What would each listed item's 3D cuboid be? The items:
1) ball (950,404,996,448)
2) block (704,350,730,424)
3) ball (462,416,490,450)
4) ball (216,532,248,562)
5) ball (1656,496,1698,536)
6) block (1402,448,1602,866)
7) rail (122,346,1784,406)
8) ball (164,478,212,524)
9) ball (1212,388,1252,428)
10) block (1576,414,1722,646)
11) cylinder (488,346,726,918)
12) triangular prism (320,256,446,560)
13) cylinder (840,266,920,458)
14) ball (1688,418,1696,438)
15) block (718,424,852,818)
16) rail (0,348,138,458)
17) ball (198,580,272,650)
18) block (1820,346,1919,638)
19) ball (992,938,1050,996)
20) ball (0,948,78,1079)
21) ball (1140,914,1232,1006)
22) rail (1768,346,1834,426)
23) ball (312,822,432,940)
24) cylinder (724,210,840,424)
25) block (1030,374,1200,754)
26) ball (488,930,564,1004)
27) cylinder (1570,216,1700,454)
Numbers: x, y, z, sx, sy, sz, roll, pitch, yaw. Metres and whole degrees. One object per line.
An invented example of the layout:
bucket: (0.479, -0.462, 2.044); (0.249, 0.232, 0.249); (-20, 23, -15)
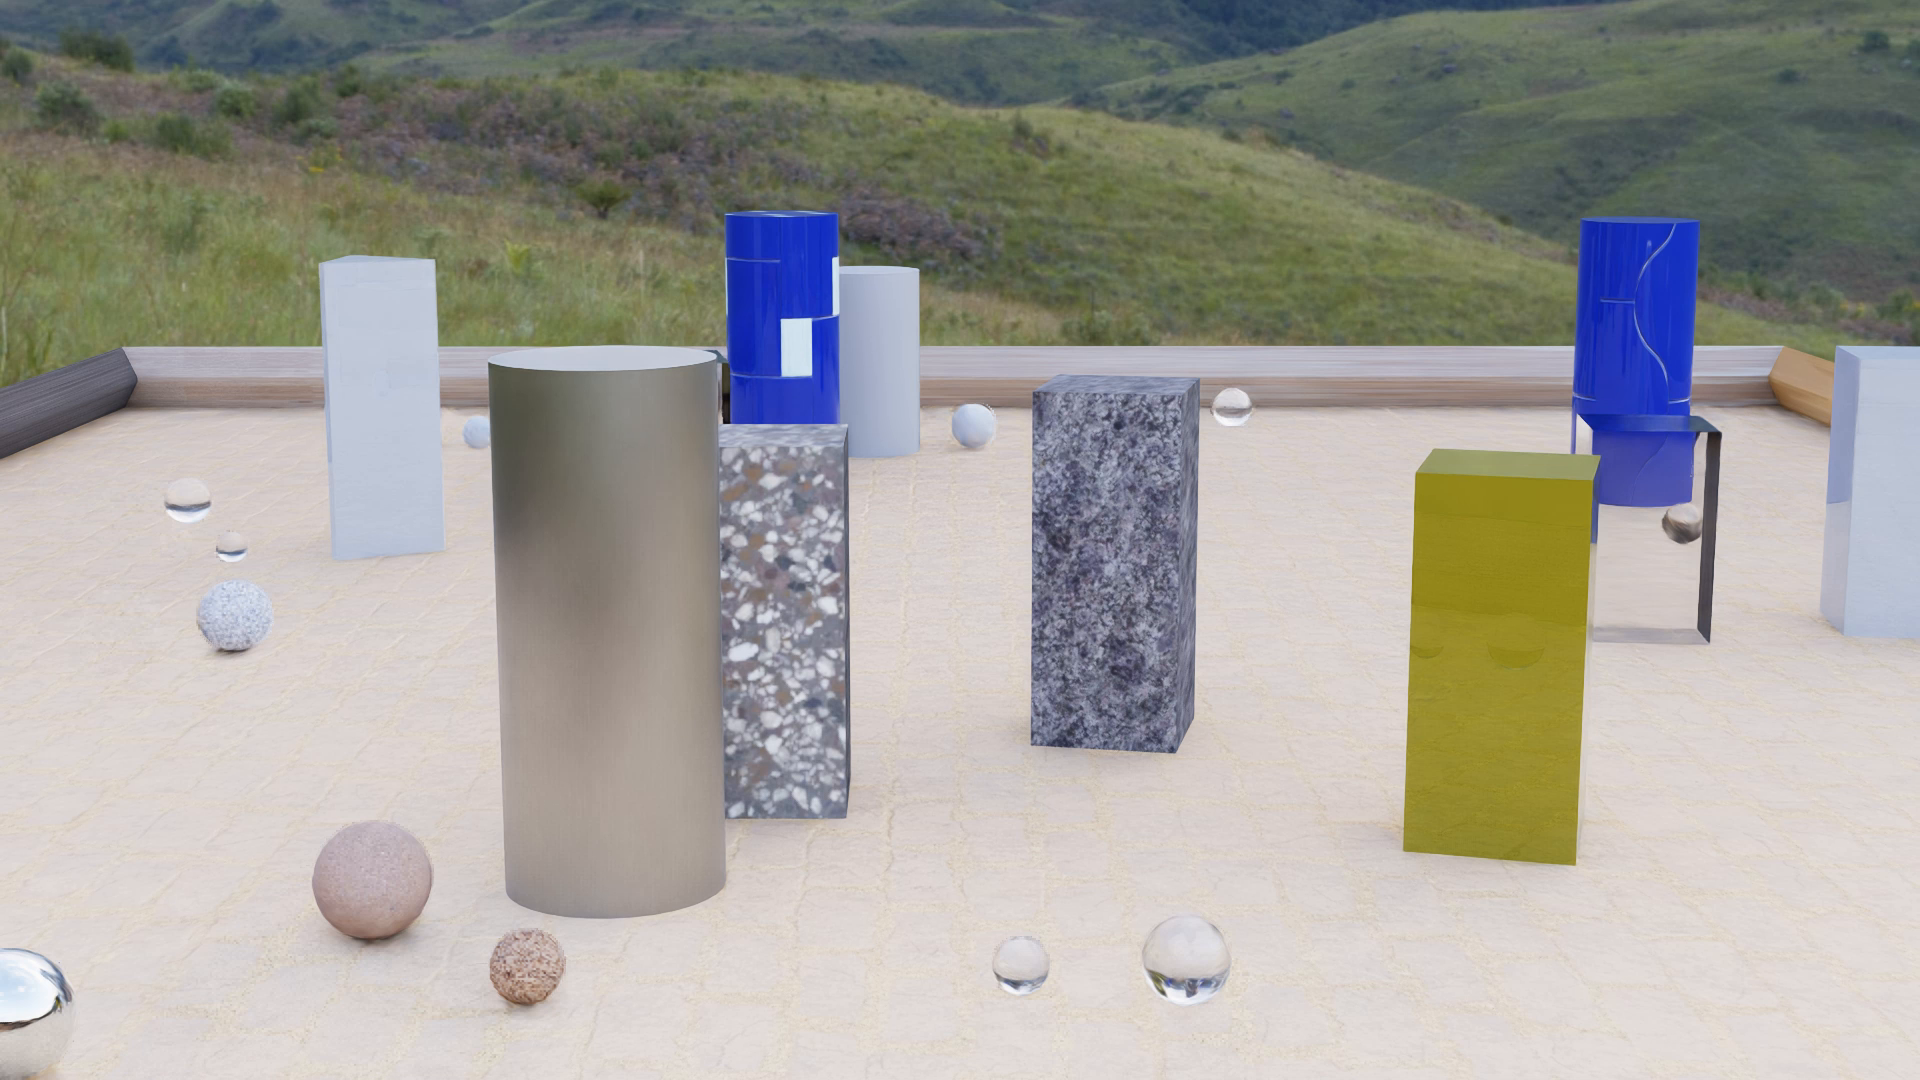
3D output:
ball: (0.025, -0.220, 4.940); (0.086, 0.086, 0.086); (0, 10, 0)
block: (-0.387, -0.065, 3.372); (0.158, 0.351, 0.158); (-2, 11, -11)
ball: (-0.923, -0.206, 4.920); (0.064, 0.064, 0.064); (0, 10, 0)
ball: (-1.079, 0.011, 3.803); (0.046, 0.046, 0.046); (0, 10, 0)
ball: (1.121, -0.037, 4.011); (0.064, 0.064, 0.064); (0, 10, 0)
block: (0.514, 0.106, 2.427); (0.158, 0.360, 0.158); (3, 11, 16)
rail: (-0.012, -0.349, 5.511); (3.581, 0.128, 0.045); (0, 10, 0)
ball: (-1.241, -0.064, 4.124); (0.075, 0.075, 0.075); (0, 10, 0)
ball: (0.553, -0.269, 5.220); (0.080, 0.080, 0.080); (0, 10, 0)
block: (0.884, -0.017, 3.324); (0.158, 0.273, 0.158); (1, 11, 6)
cylinder: (-0.310, 0.076, 2.271); (0.198, 0.476, 0.198); (0, 10, 0)
triangular prism: (-0.892, -0.206, 3.890); (0.171, 0.440, 0.148); (-5, 12, -27)
cylinder: (-0.176, -0.342, 4.884); (0.198, 0.344, 0.198); (0, 10, 0)
ball: (1.421, -0.221, 5.044); (0.049, 0.049, 0.049); (0, 10, 0)
block: (-0.191, 0.078, 2.556); (0.158, 0.368, 0.158); (0, 10, -1)
rail: (-1.767, 0.035, 3.439); (0.045, 0.128, 4.242); (0, 10, 0)
ball: (-0.912, 0.095, 3.227); (0.090, 0.090, 0.090); (0, 10, 0)
block: (1.230, -0.065, 3.349); (0.158, 0.359, 0.158); (1, 11, 7)
ball: (0.048, 0.338, 2.034); (0.046, 0.046, 0.046); (0, 10, 0)
ball: (-0.691, 0.344, 1.860); (0.097, 0.097, 0.097); (0, 10, 0)
ball: (0.177, 0.330, 2.012); (0.071, 0.071, 0.071); (0, 10, 0)
rail: (1.767, 0.031, 3.459); (0.045, 0.128, 4.242); (0, 10, 0)
ball: (-0.496, 0.287, 2.164); (0.099, 0.099, 0.099); (0, 10, 0)
cylinder: (-0.309, -0.334, 4.491); (0.198, 0.472, 0.198); (0, 10, 0)
block: (0.171, 0.022, 2.806); (0.158, 0.386, 0.158); (2, 11, 12)
ball: (-0.340, 0.335, 2.014); (0.058, 0.058, 0.058); (0, 10, 0)
cylinder: (1.154, -0.314, 4.396); (0.198, 0.467, 0.198); (0, 10, 0)
